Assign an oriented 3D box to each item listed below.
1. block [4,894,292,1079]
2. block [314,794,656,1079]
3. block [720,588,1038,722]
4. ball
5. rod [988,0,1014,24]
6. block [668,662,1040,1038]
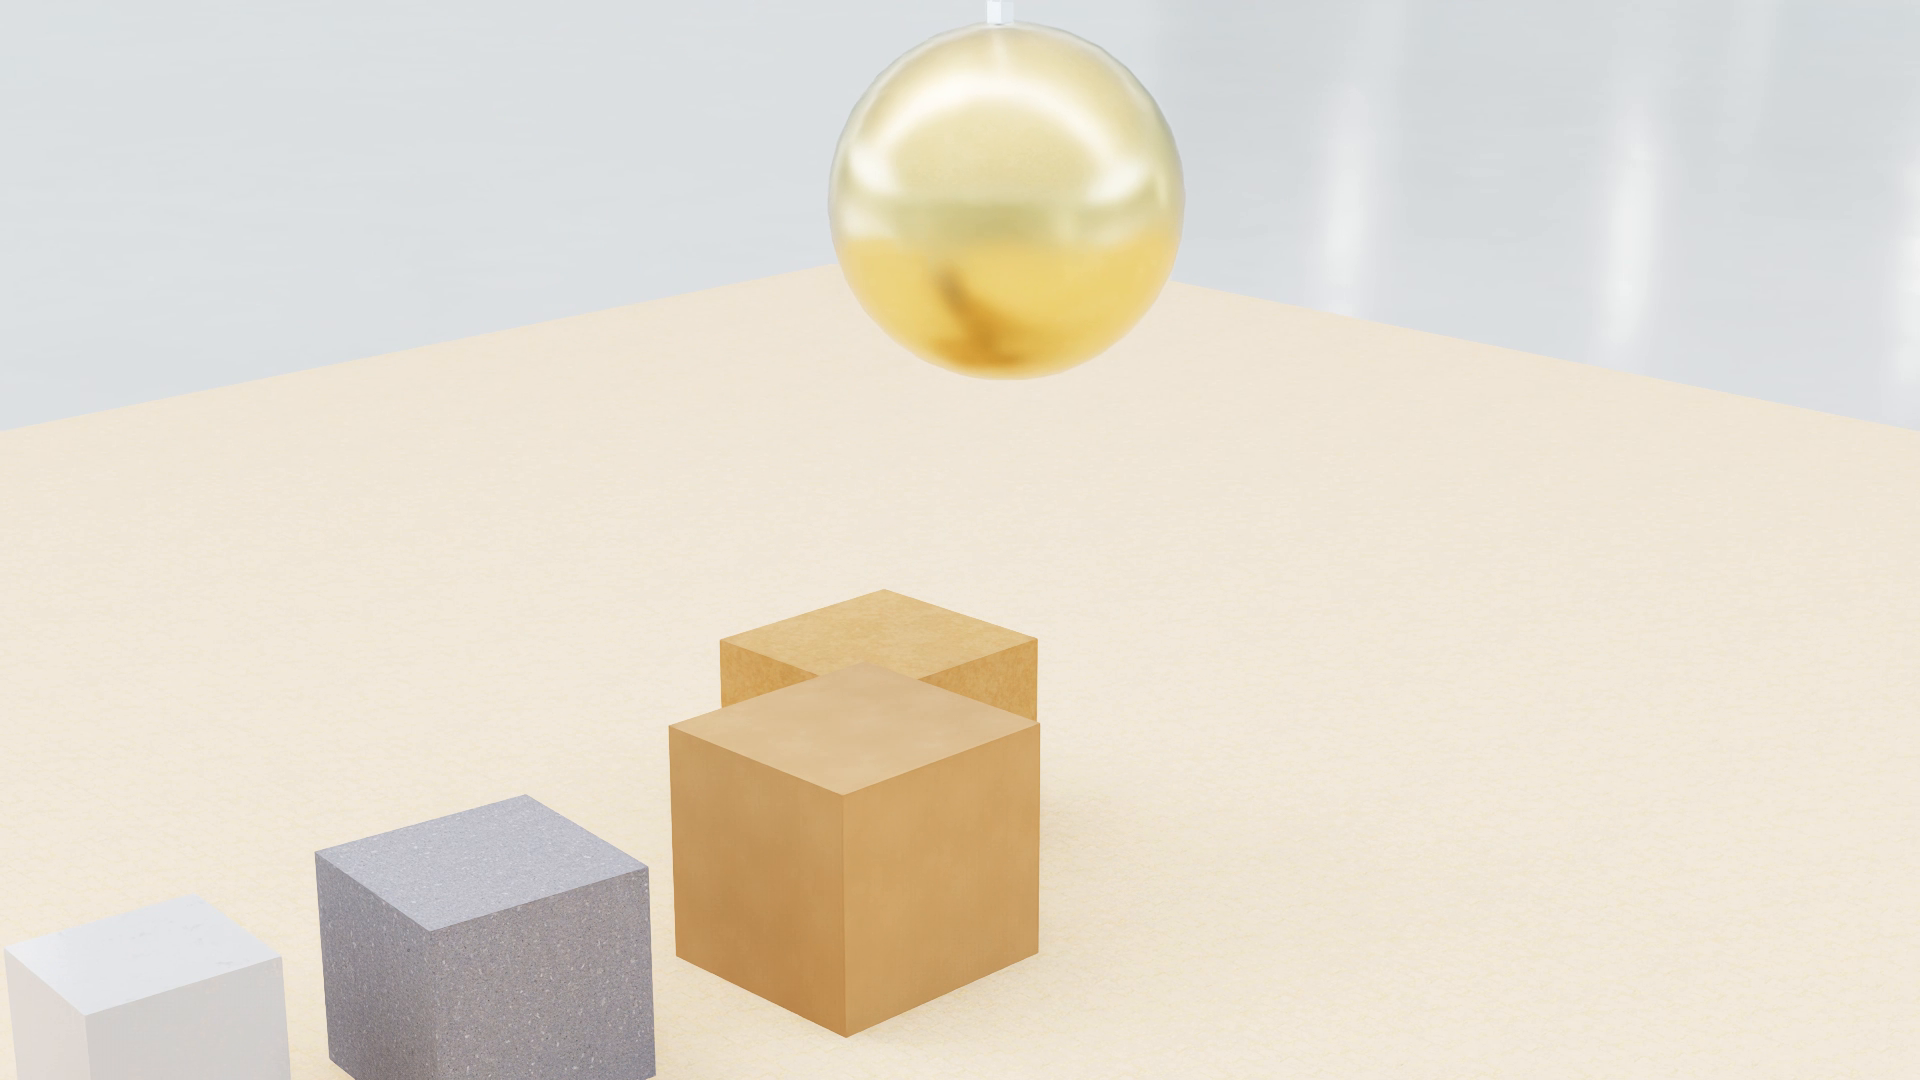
[{"bbox_3d":[-3.032,1.900,10.987,0.764,0.786,0.729,-14,22,-37],"label":"block"},{"bbox_3d":[-1.864,1.669,11.532,0.949,0.900,0.933,-13,22,-36],"label":"block"},{"bbox_3d":[-0.385,0.892,14.028,1.078,0.887,1.055,-17,24,-42],"label":"block"},{"bbox_3d":[0.207,-1.510,13.084,1.600,1.600,1.600,0,17,0],"label":"ball"},{"bbox_3d":[0.090,-4.714,11.954,0.080,5.200,0.080,17,27,42],"label":"rod"},{"bbox_3d":[-0.443,1.282,12.494,1.131,1.062,1.082,-17,24,-42],"label":"block"}]
